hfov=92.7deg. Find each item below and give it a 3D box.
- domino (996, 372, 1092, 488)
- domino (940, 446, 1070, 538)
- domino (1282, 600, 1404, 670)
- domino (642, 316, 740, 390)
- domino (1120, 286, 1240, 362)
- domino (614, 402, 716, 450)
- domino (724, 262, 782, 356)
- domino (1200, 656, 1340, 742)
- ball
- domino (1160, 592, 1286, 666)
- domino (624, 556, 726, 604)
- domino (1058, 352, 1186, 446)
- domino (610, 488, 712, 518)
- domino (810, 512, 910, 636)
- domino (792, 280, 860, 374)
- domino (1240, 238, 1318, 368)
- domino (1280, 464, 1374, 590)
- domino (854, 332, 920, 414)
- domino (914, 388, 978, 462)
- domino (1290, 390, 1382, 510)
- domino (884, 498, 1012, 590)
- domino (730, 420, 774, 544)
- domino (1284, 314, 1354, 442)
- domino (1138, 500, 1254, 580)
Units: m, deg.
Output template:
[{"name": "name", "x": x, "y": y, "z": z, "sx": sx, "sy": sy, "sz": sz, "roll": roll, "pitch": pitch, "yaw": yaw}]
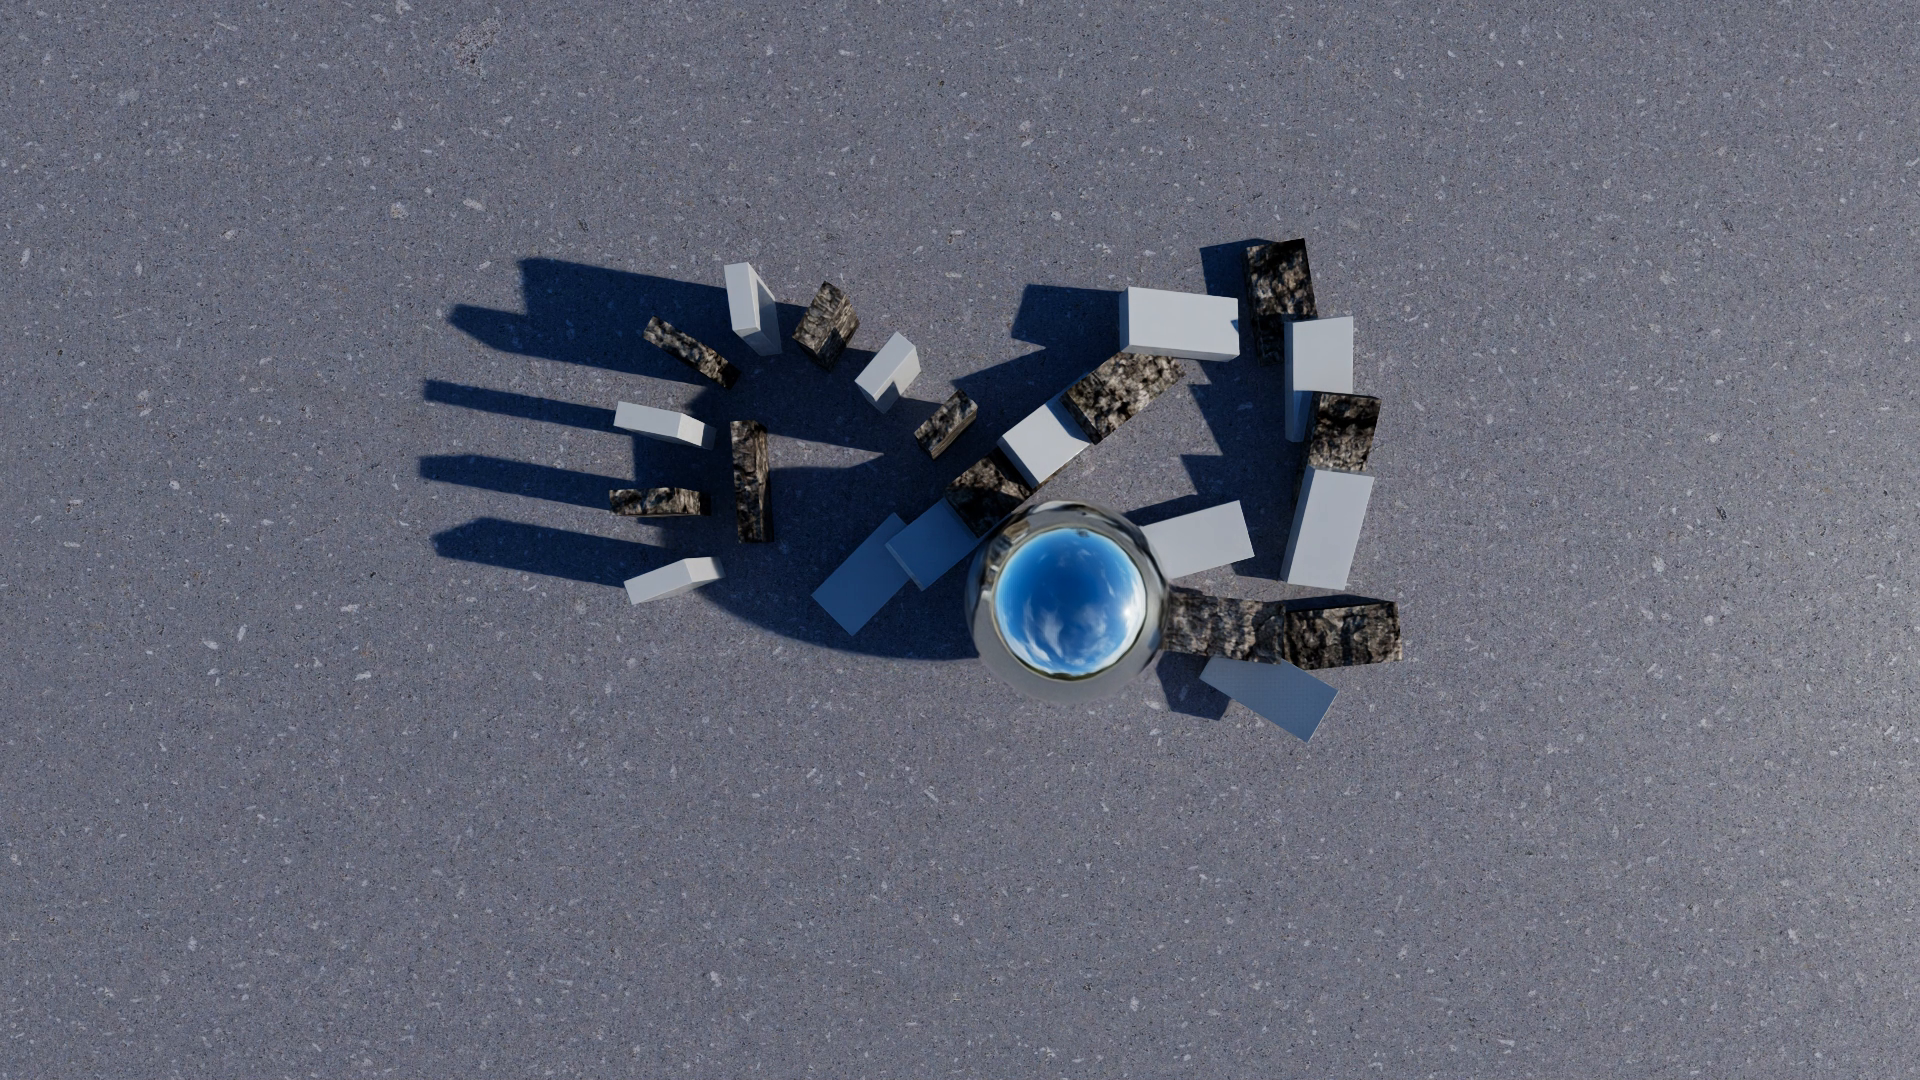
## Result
[{"name": "domino", "x": 0.043, "y": -0.047, "z": 0.388, "sx": 0.050, "sy": 0.009, "sz": 0.025, "roll": -38, "pitch": 90, "yaw": -18}, {"name": "domino", "x": 0.019, "y": -0.026, "z": 0.388, "sx": 0.050, "sy": 0.010, "sz": 0.025, "roll": -39, "pitch": 90, "yaw": -17}, {"name": "domino", "x": 0.163, "y": 0.041, "z": 0.395, "sx": 0.050, "sy": 0.010, "sz": 0.025, "roll": -6, "pitch": 90, "yaw": 0}, {"name": "domino", "x": -0.109, "y": -0.076, "z": 0.375, "sx": 0.025, "sy": 0.050, "sz": 0.010, "roll": 30, "pitch": 90, "yaw": 0}, {"name": "domino", "x": 0.093, "y": -0.091, "z": 0.388, "sx": 0.050, "sy": 0.009, "sz": 0.025, "roll": 2, "pitch": 82, "yaw": -13}, {"name": "domino", "x": -0.119, "y": -0.046, "z": 0.375, "sx": 0.025, "sy": 0.050, "sz": 0.010, "roll": 11, "pitch": 90, "yaw": 0}, {"name": "domino", "x": -0.084, "y": -0.093, "z": 0.375, "sx": 0.010, "sy": 0.050, "sz": 0.025, "roll": -8, "pitch": 90, "yaw": 0}, {"name": "domino", "x": 0.130, "y": 0.061, "z": 0.387, "sx": 0.050, "sy": 0.010, "sz": 0.025, "roll": 31, "pitch": 92, "yaw": 19}, {"name": "ball", "x": 0.042, "y": 0.024, "z": 0.360, "sx": 0.080, "sy": 0.080, "sz": 0.080, "roll": 0, "pitch": 90, "yaw": 0}, {"name": "domino", "x": 0.110, "y": 0.037, "z": 0.387, "sx": 0.050, "sy": 0.009, "sz": 0.025, "roll": 5, "pitch": 84, "yaw": 18}, {"name": "domino", "x": -0.115, "y": 0.016, "z": 0.375, "sx": 0.025, "sy": 0.050, "sz": 0.010, "roll": -20, "pitch": 90, "yaw": 0}, {"name": "domino", "x": 0.069, "y": -0.065, "z": 0.388, "sx": 0.050, "sy": 0.010, "sz": 0.025, "roll": -38, "pitch": 90, "yaw": -17}, {"name": "domino", "x": -0.121, "y": -0.015, "z": 0.375, "sx": 0.025, "sy": 0.050, "sz": 0.009, "roll": -3, "pitch": 90, "yaw": 0}, {"name": "domino", "x": -0.037, "y": 0.015, "z": 0.395, "sx": 0.025, "sy": 0.010, "sz": 0.050, "roll": 45, "pitch": 90, "yaw": 0}, {"name": "domino", "x": -0.054, "y": -0.086, "z": 0.375, "sx": 0.009, "sy": 0.050, "sz": 0.025, "roll": 30, "pitch": 90, "yaw": 0}, {"name": "domino", "x": 0.139, "y": -0.102, "z": 0.395, "sx": 0.025, "sy": 0.010, "sz": 0.050, "roll": -10, "pitch": 90, "yaw": 0}, {"name": "domino", "x": 0.155, "y": -0.005, "z": 0.388, "sx": 0.025, "sy": 0.009, "sz": 0.050, "roll": 7, "pitch": 107, "yaw": -2}, {"name": "domino", "x": -0.029, "y": -0.067, "z": 0.375, "sx": 0.009, "sy": 0.050, "sz": 0.025, "roll": 40, "pitch": 90, "yaw": 0}, {"name": "domino", "x": -0.006, "y": -0.046, "z": 0.375, "sx": 0.025, "sy": 0.050, "sz": 0.009, "roll": -44, "pitch": 90, "yaw": 0}, {"name": "domino", "x": 0.159, "y": -0.036, "z": 0.388, "sx": 0.025, "sy": 0.009, "sz": 0.050, "roll": 5, "pitch": 107, "yaw": -1}, {"name": "domino", "x": -0.004, "y": -0.004, "z": 0.389, "sx": 0.050, "sy": 0.009, "sz": 0.025, "roll": -39, "pitch": 90, "yaw": -16}, {"name": "domino", "x": -0.088, "y": -0.024, "z": 0.388, "sx": 0.010, "sy": 0.025, "sz": 0.050, "roll": -4, "pitch": 90, "yaw": 0}, {"name": "domino", "x": 0.152, "y": -0.068, "z": 0.388, "sx": 0.025, "sy": 0.010, "sz": 0.050, "roll": -6, "pitch": 106, "yaw": 0}, {"name": "domino", "x": 0.098, "y": 0.002, "z": 0.395, "sx": 0.050, "sy": 0.010, "sz": 0.025, "roll": -15, "pitch": 90, "yaw": 0}]
